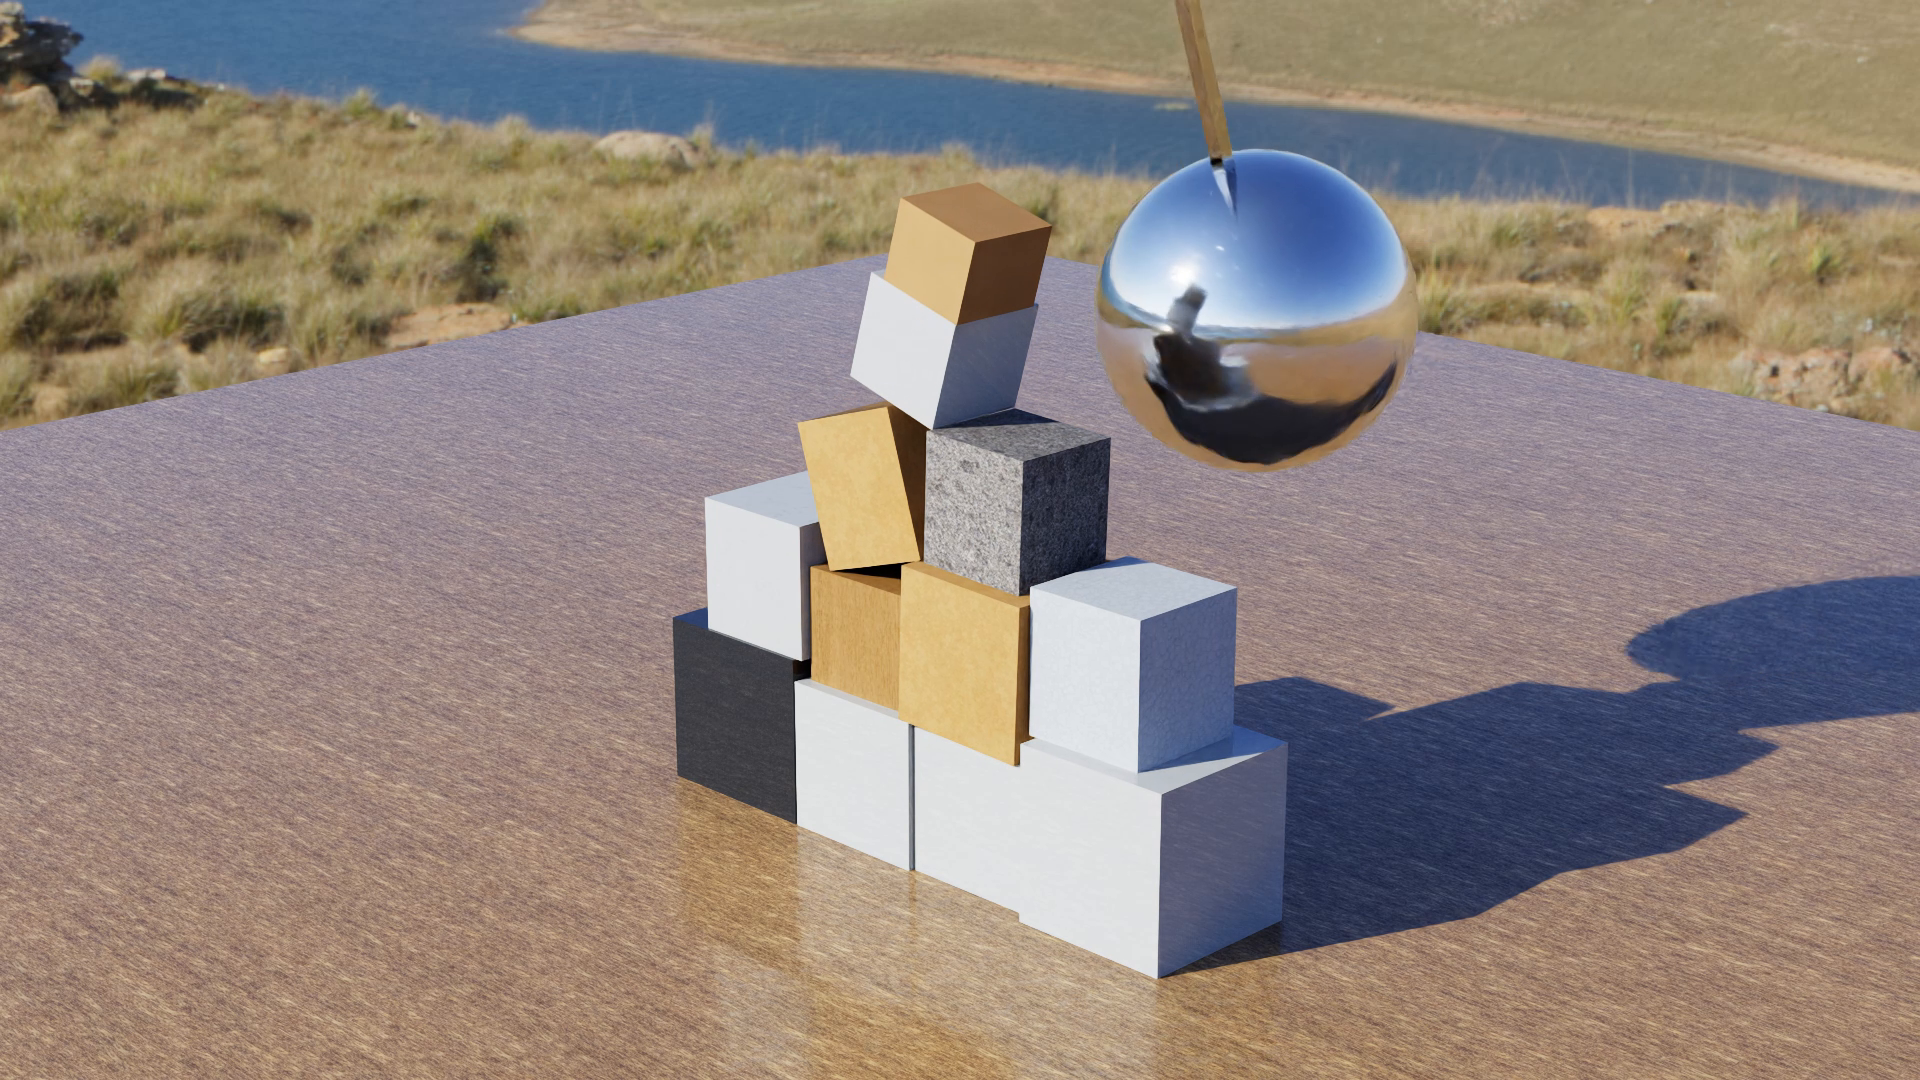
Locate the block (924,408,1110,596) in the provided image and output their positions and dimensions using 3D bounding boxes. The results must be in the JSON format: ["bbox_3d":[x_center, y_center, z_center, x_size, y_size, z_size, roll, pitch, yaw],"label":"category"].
[{"bbox_3d":[0.251,-0.176,13.020,0.558,0.614,0.591,-17,26,-42],"label":"block"}]

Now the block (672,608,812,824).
[{"bbox_3d":[-0.816,0.785,14.459,0.795,0.833,0.880,-17,24,-42],"label":"block"}]

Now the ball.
[{"bbox_3d":[1.467,-1.132,14.523,1.600,1.600,1.600,0,17,0],"label":"ball"}]

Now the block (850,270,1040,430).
[{"bbox_3d":[-0.072,-0.896,13.162,0.532,0.523,0.544,-18,41,-43],"label":"block"}]

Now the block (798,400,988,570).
[{"bbox_3d":[-0.248,-0.290,13.529,0.611,0.703,0.628,-17,7,-43],"label":"block"}]

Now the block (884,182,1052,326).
[{"bbox_3d":[0.034,-1.265,12.902,0.487,0.399,0.469,-18,41,-43],"label":"block"}]

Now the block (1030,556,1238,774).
[{"bbox_3d":[0.748,0.528,12.716,0.632,0.682,0.628,17,24,42],"label":"block"}]

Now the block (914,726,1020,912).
[{"bbox_3d":[0.297,1.186,13.396,0.701,0.705,0.720,-17,24,-42],"label":"block"}]

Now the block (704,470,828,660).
[{"bbox_3d":[-0.732,0.108,14.124,0.703,0.659,0.674,-17,24,-42],"label":"block"}]

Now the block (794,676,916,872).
[{"bbox_3d":[-0.223,1.011,13.914,0.801,0.728,0.768,-17,24,-42],"label":"block"}]

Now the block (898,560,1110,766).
[{"bbox_3d":[0.256,0.472,13.216,0.757,0.739,0.729,-17,26,-42],"label":"block"}]

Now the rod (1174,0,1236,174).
[{"bbox_3d":[0.636,-3.926,12.774,0.080,5.200,0.080,17,44,42],"label":"rod"}]

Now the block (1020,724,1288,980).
[{"bbox_3d":[0.844,1.284,12.852,0.834,0.843,0.810,-17,24,-42],"label":"block"}]

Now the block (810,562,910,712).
[{"bbox_3d":[-0.245,0.393,13.726,0.635,0.563,0.653,-17,24,-42],"label":"block"}]
